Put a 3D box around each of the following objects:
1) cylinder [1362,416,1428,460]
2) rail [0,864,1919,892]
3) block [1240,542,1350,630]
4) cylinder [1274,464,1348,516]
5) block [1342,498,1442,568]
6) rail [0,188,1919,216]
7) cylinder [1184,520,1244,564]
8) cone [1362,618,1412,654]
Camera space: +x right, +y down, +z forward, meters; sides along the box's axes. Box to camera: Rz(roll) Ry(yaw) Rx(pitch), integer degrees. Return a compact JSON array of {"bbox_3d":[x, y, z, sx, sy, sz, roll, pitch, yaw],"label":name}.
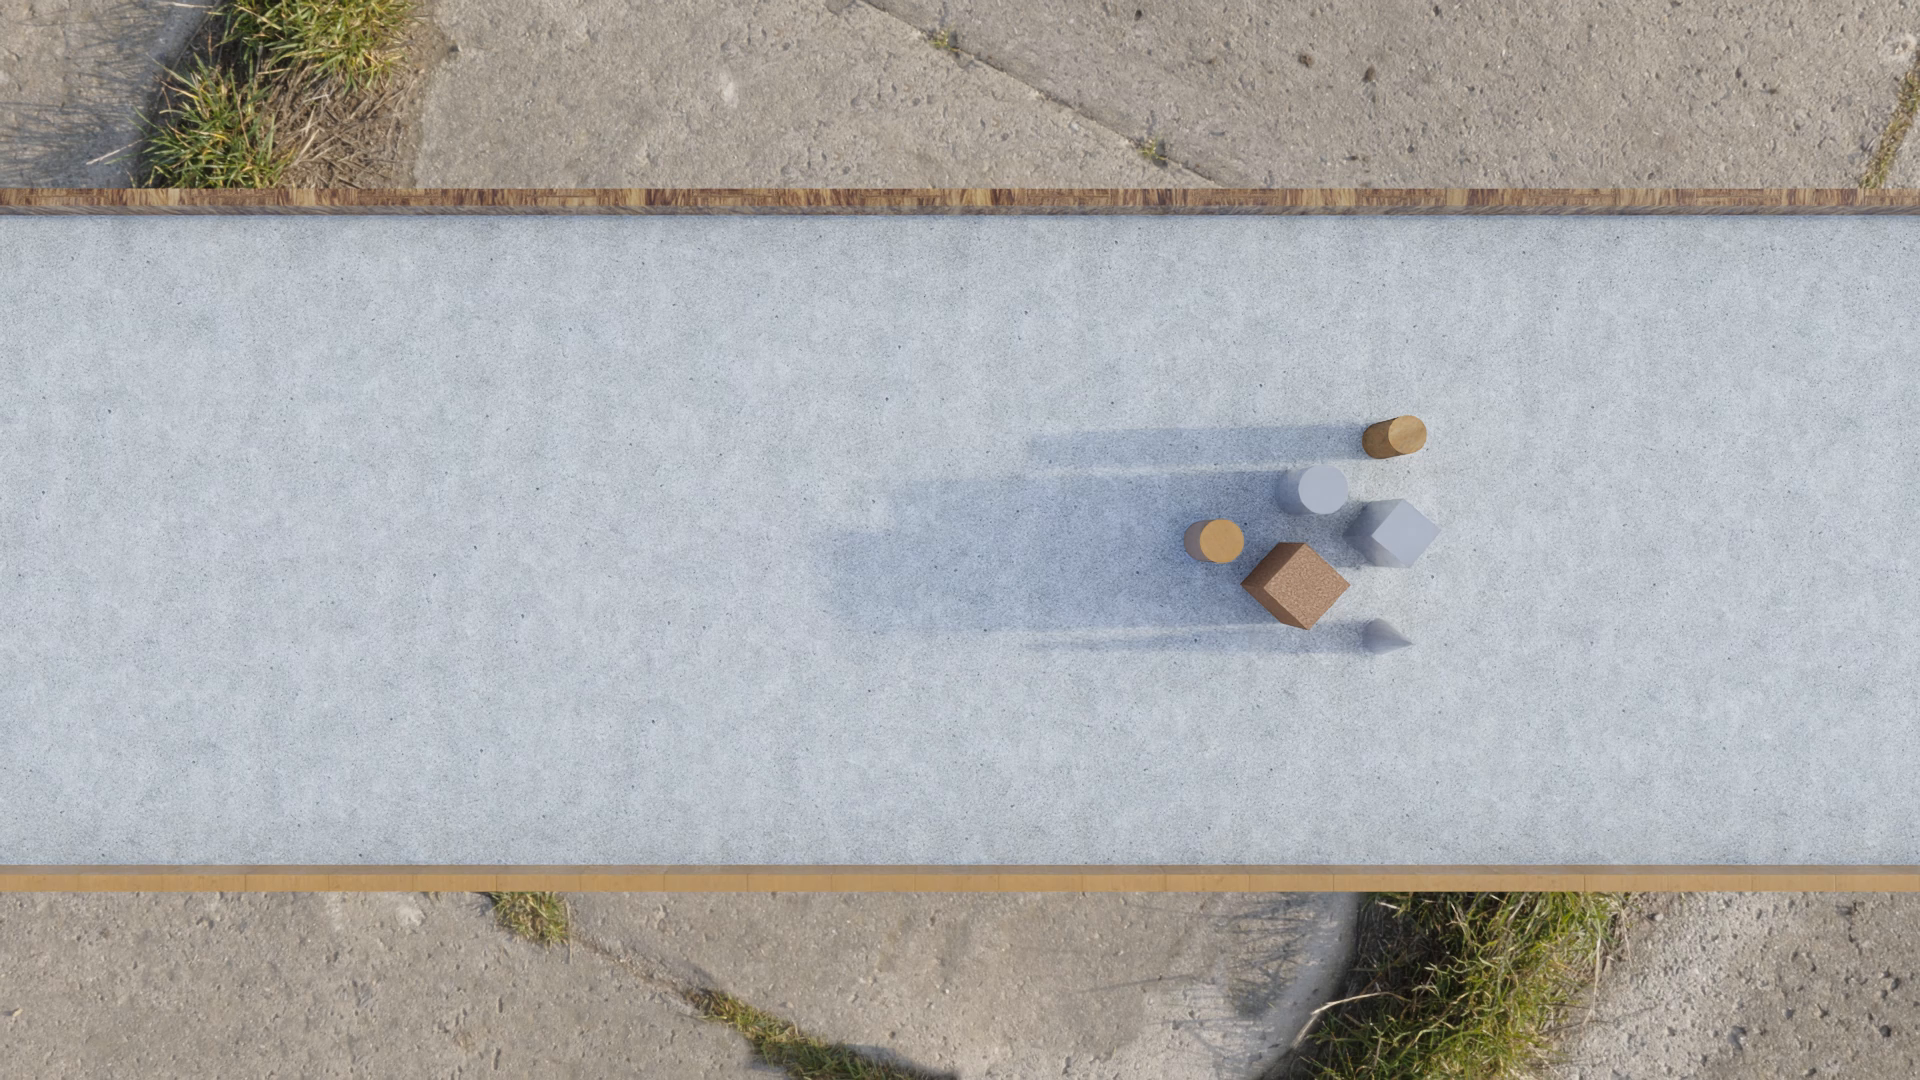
[{"bbox_3d":[1.293,-0.305,4.920,0.112,0.313,0.112,0,90,0],"label":"cylinder"},{"bbox_3d":[-2.247,1.025,5.001,12.000,0.150,0.050,0,90,0],"label":"rail"},{"bbox_3d":[0.986,0.132,4.880,0.177,0.393,0.177,43,90,0],"label":"block"},{"bbox_3d":[1.039,-0.145,4.896,0.143,0.360,0.143,0,90,0],"label":"cylinder"},{"bbox_3d":[1.273,-0.019,4.890,0.143,0.372,0.143,40,90,0],"label":"block"},{"bbox_3d":[-2.247,-1.025,5.002,12.000,0.150,0.050,0,90,0],"label":"rail"},{"bbox_3d":[0.751,0.003,4.902,0.127,0.348,0.127,0,90,0],"label":"cylinder"},{"bbox_3d":[1.293,0.297,4.887,0.110,0.380,0.110,0,90,0],"label":"cone"}]
